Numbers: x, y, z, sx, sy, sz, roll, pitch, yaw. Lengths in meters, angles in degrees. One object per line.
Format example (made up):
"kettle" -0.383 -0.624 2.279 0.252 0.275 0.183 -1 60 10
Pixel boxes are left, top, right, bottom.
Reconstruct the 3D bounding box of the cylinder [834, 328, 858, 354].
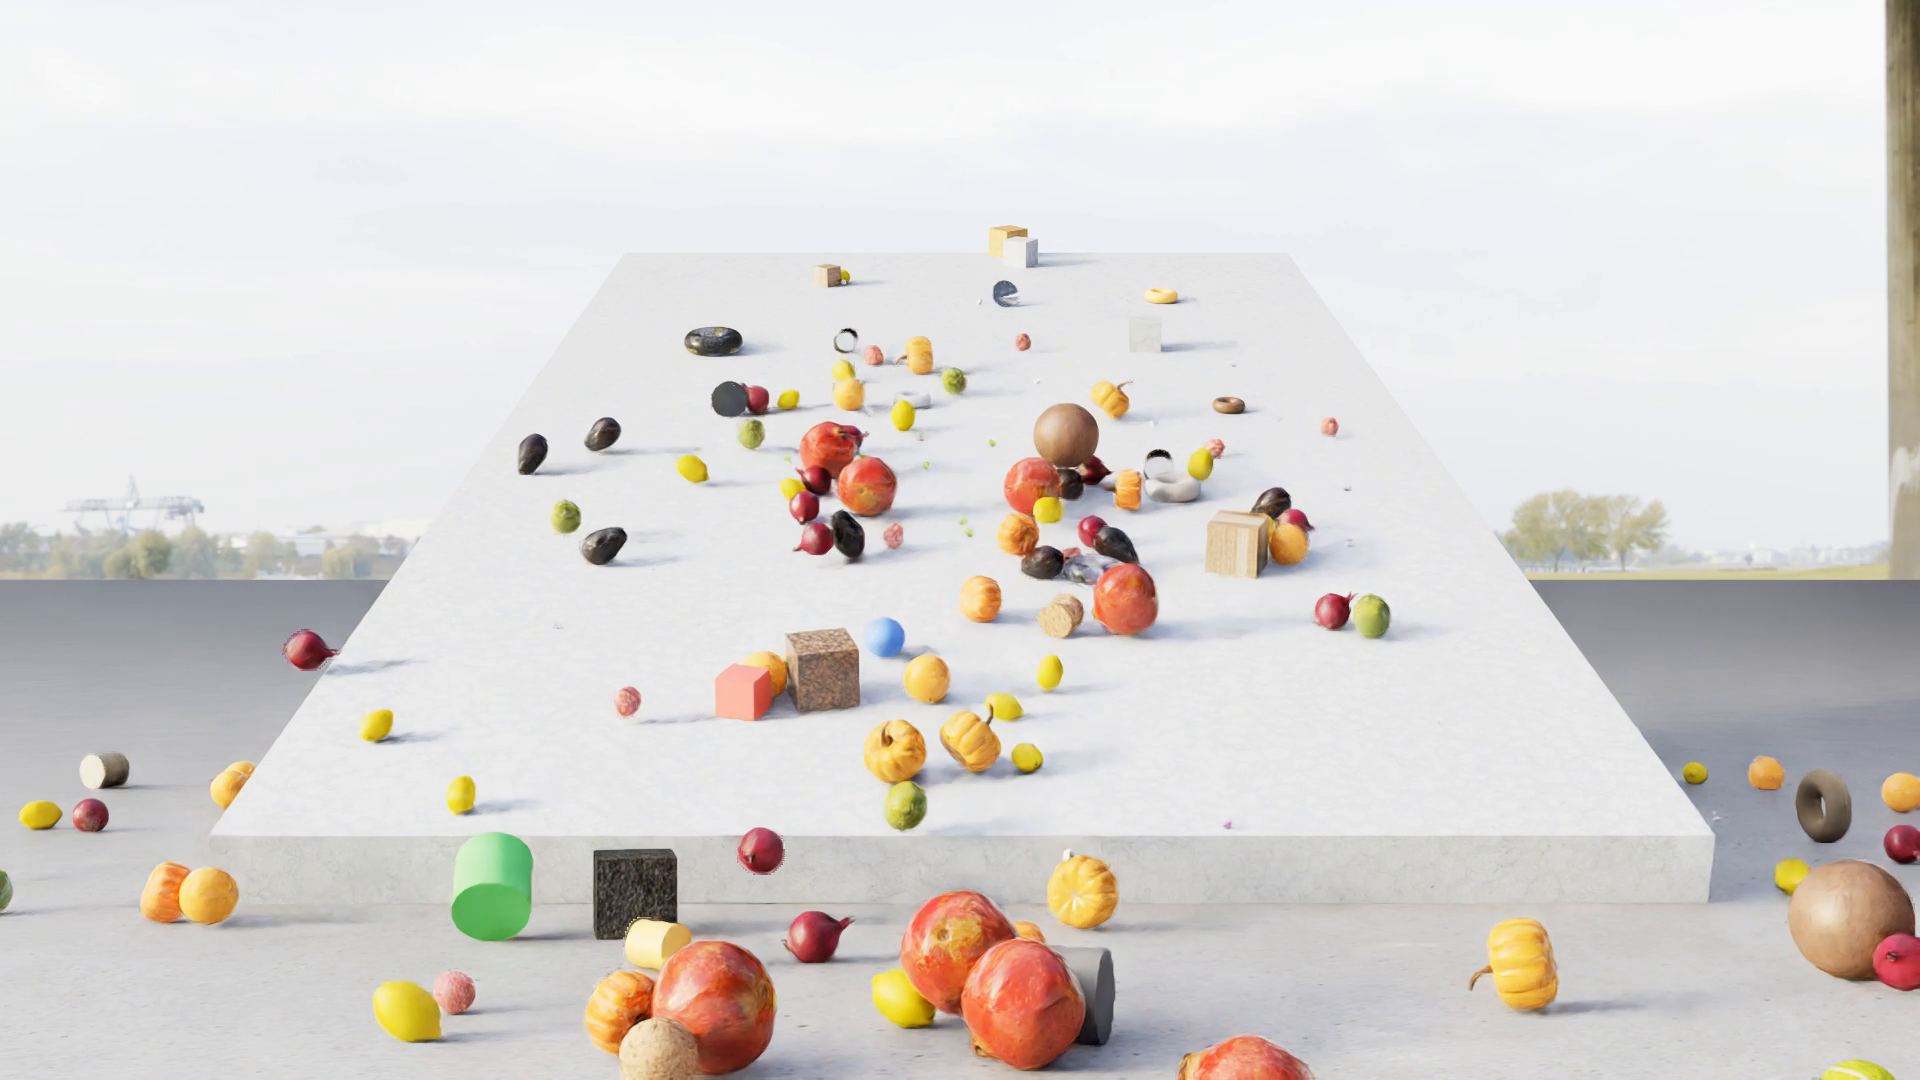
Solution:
"cylinder" -0.283 -0.493 5.556 0.054 0.054 0.054 0 18 10

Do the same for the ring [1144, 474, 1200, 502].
"ring" 0.418 -0.103 4.408 0.112 0.037 0.112 -1 18 0

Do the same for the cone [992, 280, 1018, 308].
"cone" 0.109 -0.657 6.081 0.076 0.076 0.076 0 -10 -21

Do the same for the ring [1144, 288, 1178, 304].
"ring" 0.549 -0.667 6.118 0.092 0.031 0.092 1 20 0

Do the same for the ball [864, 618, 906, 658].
"ball" -0.120 0.156 3.584 0.065 0.065 0.065 0 -1 0

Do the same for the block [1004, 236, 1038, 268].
"block" 0.178 -0.845 6.582 0.075 0.075 0.075 11 21 29

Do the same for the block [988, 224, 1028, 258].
"block" 0.145 -0.892 6.713 0.082 0.082 0.082 -14 23 -36

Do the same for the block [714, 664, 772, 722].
"block" -0.325 0.229 3.366 0.062 0.062 0.062 6 19 18

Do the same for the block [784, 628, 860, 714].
"block" -0.209 0.198 3.409 0.094 0.094 0.094 -5 19 -15

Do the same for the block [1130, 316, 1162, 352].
"block" 0.462 -0.513 5.582 0.077 0.077 0.077 1 18 3

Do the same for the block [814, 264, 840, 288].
"block" -0.374 -0.744 6.310 0.054 0.054 0.054 16 24 39

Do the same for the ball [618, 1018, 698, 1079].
"ball" -0.255 0.437 1.895 0.067 0.067 0.067 0 -1 0

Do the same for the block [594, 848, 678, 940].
"block" -0.401 0.435 2.762 0.097 0.097 0.097 0 -1 -12

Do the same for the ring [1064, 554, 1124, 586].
"ring" 0.235 0.054 3.939 0.108 0.036 0.108 1 17 0

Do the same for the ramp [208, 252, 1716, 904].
"ramp" -0.004 -0.191 4.888 2.000 0.100 4.000 0 18 0

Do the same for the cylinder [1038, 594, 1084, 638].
"cylinder" 0.167 0.124 3.689 0.059 0.059 0.059 0 16 26

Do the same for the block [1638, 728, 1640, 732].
"block" 1.480 0.471 5.052 0.092 0.092 0.092 0 -1 25

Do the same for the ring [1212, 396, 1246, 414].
"ring" 0.603 -0.302 5.029 0.075 0.025 0.075 0 20 0

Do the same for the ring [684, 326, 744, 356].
"ring" -0.611 -0.493 5.560 0.147 0.049 0.147 0 20 0

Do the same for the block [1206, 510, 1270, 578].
"block" 0.494 0.007 3.992 0.091 0.091 0.091 7 20 19

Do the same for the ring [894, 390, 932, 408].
"ring" -0.108 -0.319 5.071 0.086 0.029 0.086 1 19 0

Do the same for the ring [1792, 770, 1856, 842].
"ring" 1.418 0.437 3.680 0.040 0.121 0.121 18 -8 -22
